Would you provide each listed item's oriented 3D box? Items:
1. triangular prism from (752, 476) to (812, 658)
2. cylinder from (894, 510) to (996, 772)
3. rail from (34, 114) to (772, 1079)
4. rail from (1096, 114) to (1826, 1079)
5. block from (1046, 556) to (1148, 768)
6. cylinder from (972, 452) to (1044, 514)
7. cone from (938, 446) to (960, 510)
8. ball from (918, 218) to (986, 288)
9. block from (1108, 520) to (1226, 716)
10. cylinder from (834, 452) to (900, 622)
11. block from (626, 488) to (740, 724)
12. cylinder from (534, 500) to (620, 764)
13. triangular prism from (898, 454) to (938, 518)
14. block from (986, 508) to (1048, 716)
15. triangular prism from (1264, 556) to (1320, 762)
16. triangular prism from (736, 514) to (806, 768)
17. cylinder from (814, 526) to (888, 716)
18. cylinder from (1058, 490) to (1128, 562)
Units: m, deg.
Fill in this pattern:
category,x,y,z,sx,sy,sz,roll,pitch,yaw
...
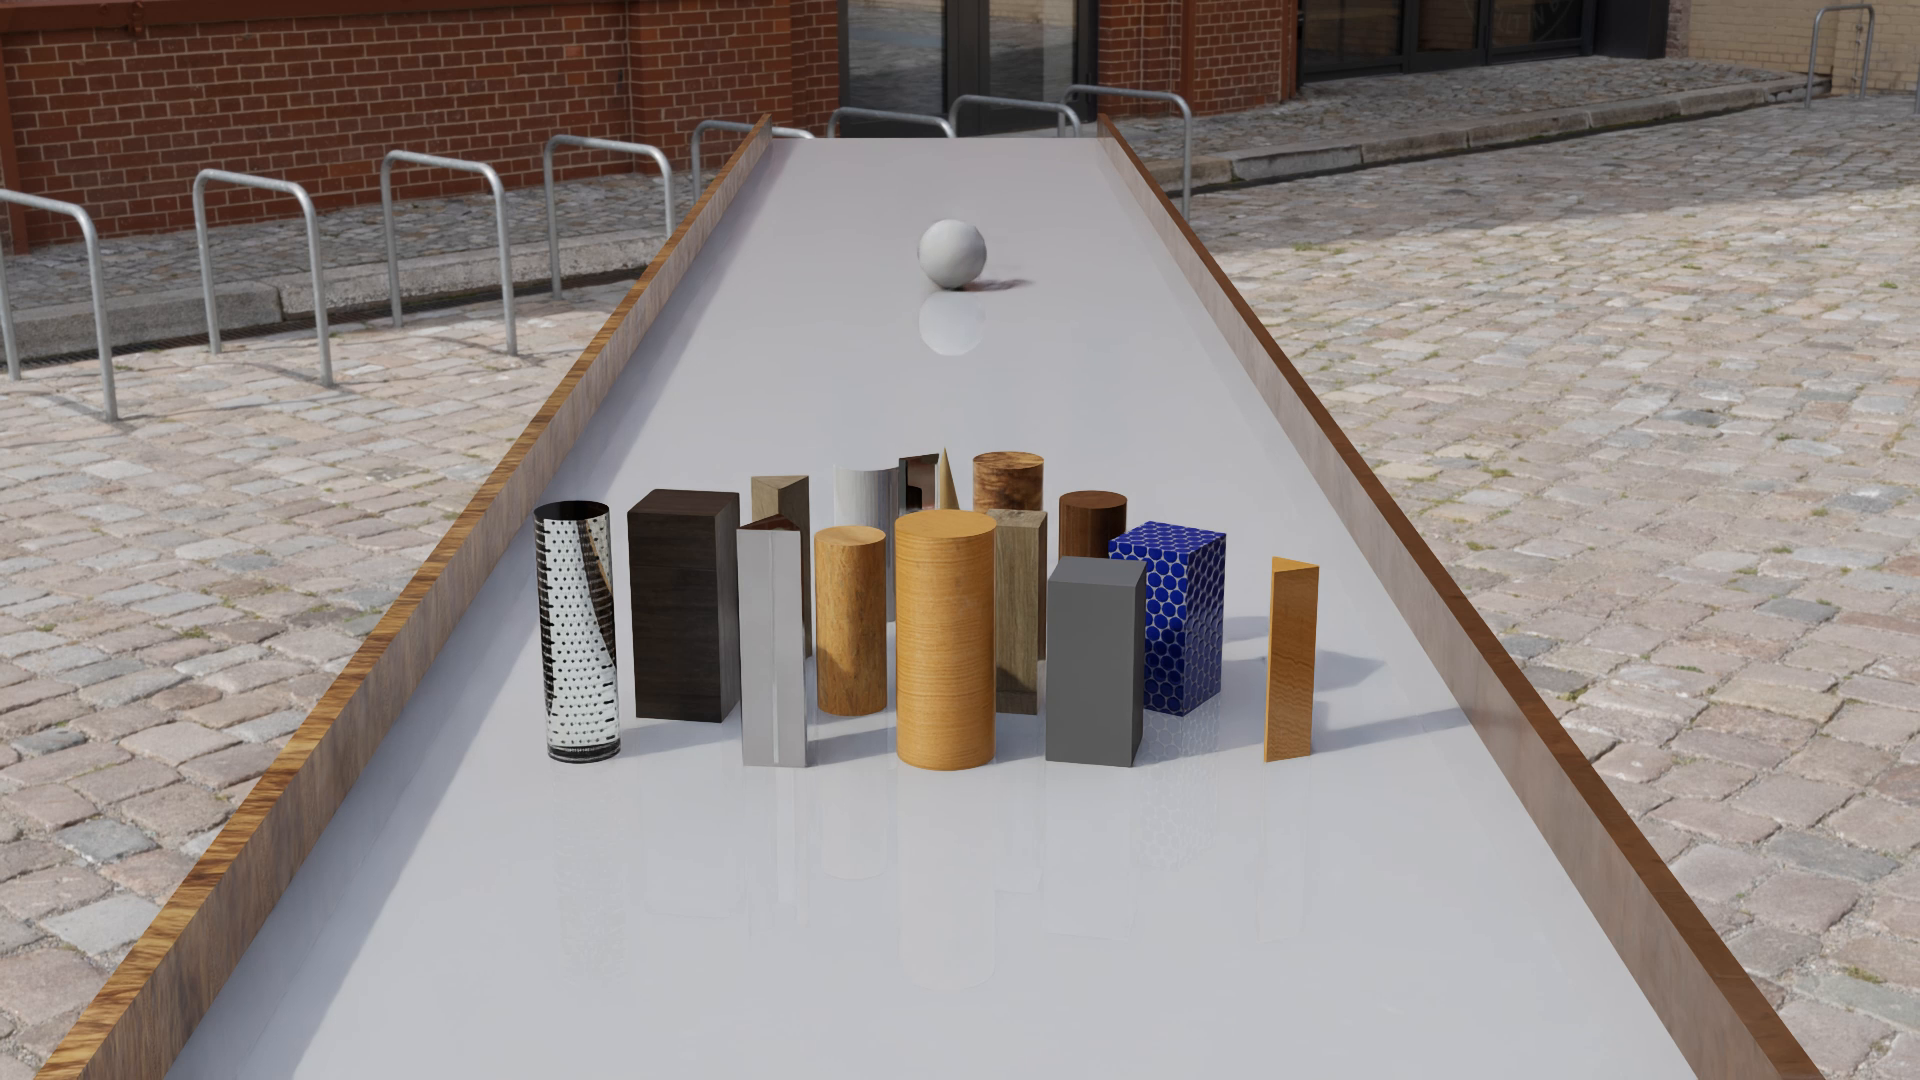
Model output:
category,x,y,z,sx,sy,sz,roll,pitch,yaw
triangular prism,-0.340,0.060,4.368,0.097,0.375,0.112,-11,20,-32
cylinder,-0.025,0.176,3.886,0.178,0.427,0.178,0,17,0
rail,-1.118,-0.838,7.780,0.050,0.150,12.000,0,17,-1
rail,0.932,-0.844,7.801,0.050,0.150,12.000,0,17,-1
block,0.243,0.215,3.916,0.153,0.335,0.153,4,17,12
cylinder,0.101,-0.003,4.639,0.149,0.341,0.149,0,17,0
cone,-0.034,-0.065,4.918,0.138,0.301,0.138,0,17,0
ball,-0.029,-1.103,8.469,0.266,0.266,0.266,0,17,0
block,0.391,0.147,4.176,0.163,0.317,0.163,10,19,31
cylinder,-0.191,-0.004,4.653,0.148,0.334,0.148,0,17,0
block,-0.510,0.121,4.118,0.165,0.399,0.165,3,17,10
cylinder,-0.676,0.163,3.893,0.131,0.448,0.131,0,17,0
triangular prism,-0.063,0.031,4.413,0.089,0.405,0.077,10,19,31
block,0.099,0.135,4.132,0.111,0.366,0.111,3,17,10
triangular prism,0.569,0.209,3.903,0.093,0.354,0.080,-6,18,-21
triangular prism,-0.322,0.177,3.868,0.115,0.435,0.099,2,17,6
cylinder,-0.205,0.151,4.133,0.133,0.333,0.133,0,17,0
cylinder,0.265,0.074,4.412,0.136,0.323,0.136,0,17,0
